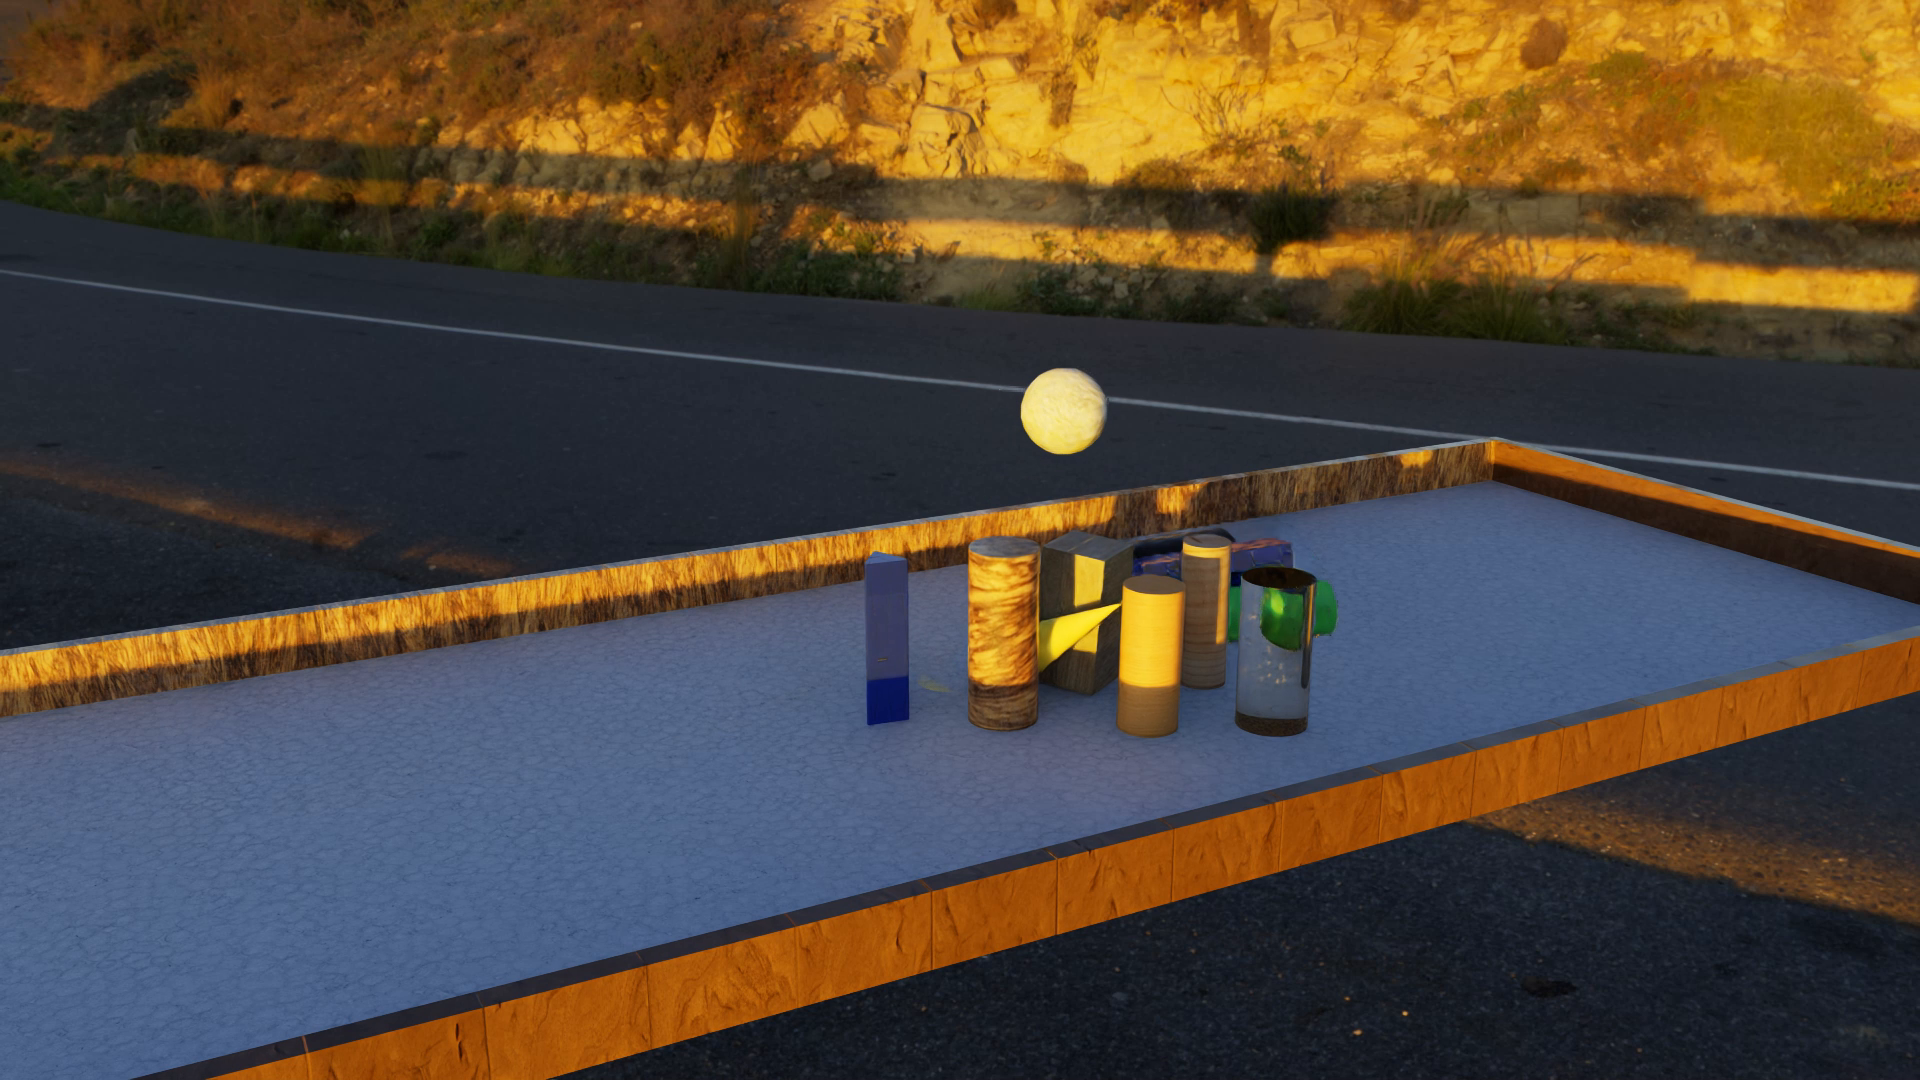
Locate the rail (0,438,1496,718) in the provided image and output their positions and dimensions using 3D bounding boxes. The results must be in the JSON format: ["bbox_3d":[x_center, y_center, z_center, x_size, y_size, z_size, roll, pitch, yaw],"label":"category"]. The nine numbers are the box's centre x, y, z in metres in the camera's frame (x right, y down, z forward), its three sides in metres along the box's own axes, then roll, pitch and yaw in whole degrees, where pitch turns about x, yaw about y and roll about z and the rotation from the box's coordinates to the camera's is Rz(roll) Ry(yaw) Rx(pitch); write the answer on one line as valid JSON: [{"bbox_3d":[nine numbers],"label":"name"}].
[{"bbox_3d":[-3.305,0.497,3.399,12.000,0.150,0.050,-9,18,-27],"label":"rail"}]

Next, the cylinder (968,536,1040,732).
[{"bbox_3d":[0.102,0.218,3.848,0.165,0.427,0.165,0,18,0],"label":"cylinder"}]

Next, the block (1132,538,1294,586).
[{"bbox_3d":[0.701,0.106,4.625,0.440,0.150,0.150,-8,8,-12],"label":"block"}]

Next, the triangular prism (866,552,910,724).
[{"bbox_3d":[-0.184,0.228,3.877,0.103,0.396,0.089,-6,17,-20],"label":"triangular prism"}]

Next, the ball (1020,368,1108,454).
[{"bbox_3d":[0.323,-0.400,5.117,0.270,0.270,0.270,0,16,0],"label":"ball"}]

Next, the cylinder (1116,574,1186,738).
[{"bbox_3d":[0.442,0.268,3.820,0.144,0.348,0.144,1,17,0],"label":"cylinder"}]

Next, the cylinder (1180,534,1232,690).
[{"bbox_3d":[0.607,0.178,4.098,0.121,0.366,0.121,0,16,0],"label":"cylinder"}]

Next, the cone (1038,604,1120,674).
[{"bbox_3d":[0.238,0.226,3.940,0.413,0.165,0.165,-30,-5,38],"label":"cone"}]

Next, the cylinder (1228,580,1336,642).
[{"bbox_3d":[0.796,0.194,4.430,0.397,0.146,0.146,-3,17,-10],"label":"cylinder"}]

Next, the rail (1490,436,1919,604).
[{"bbox_3d":[2.466,-0.048,5.253,0.050,0.150,2.100,-9,18,-27],"label":"rail"}]

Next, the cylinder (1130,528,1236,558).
[{"bbox_3d":[0.625,0.072,4.810,0.343,0.170,0.170,-8,18,-26],"label":"cylinder"}]

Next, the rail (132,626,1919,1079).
[{"bbox_3d":[-2.336,1.006,1.665,12.000,0.150,0.050,-9,18,-27],"label":"rail"}]

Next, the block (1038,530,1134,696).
[{"bbox_3d":[0.305,0.178,4.109,0.171,0.350,0.171,14,21,28],"label":"block"}]

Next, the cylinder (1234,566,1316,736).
[{"bbox_3d":[0.733,0.258,3.838,0.170,0.359,0.170,0,16,0],"label":"cylinder"}]
